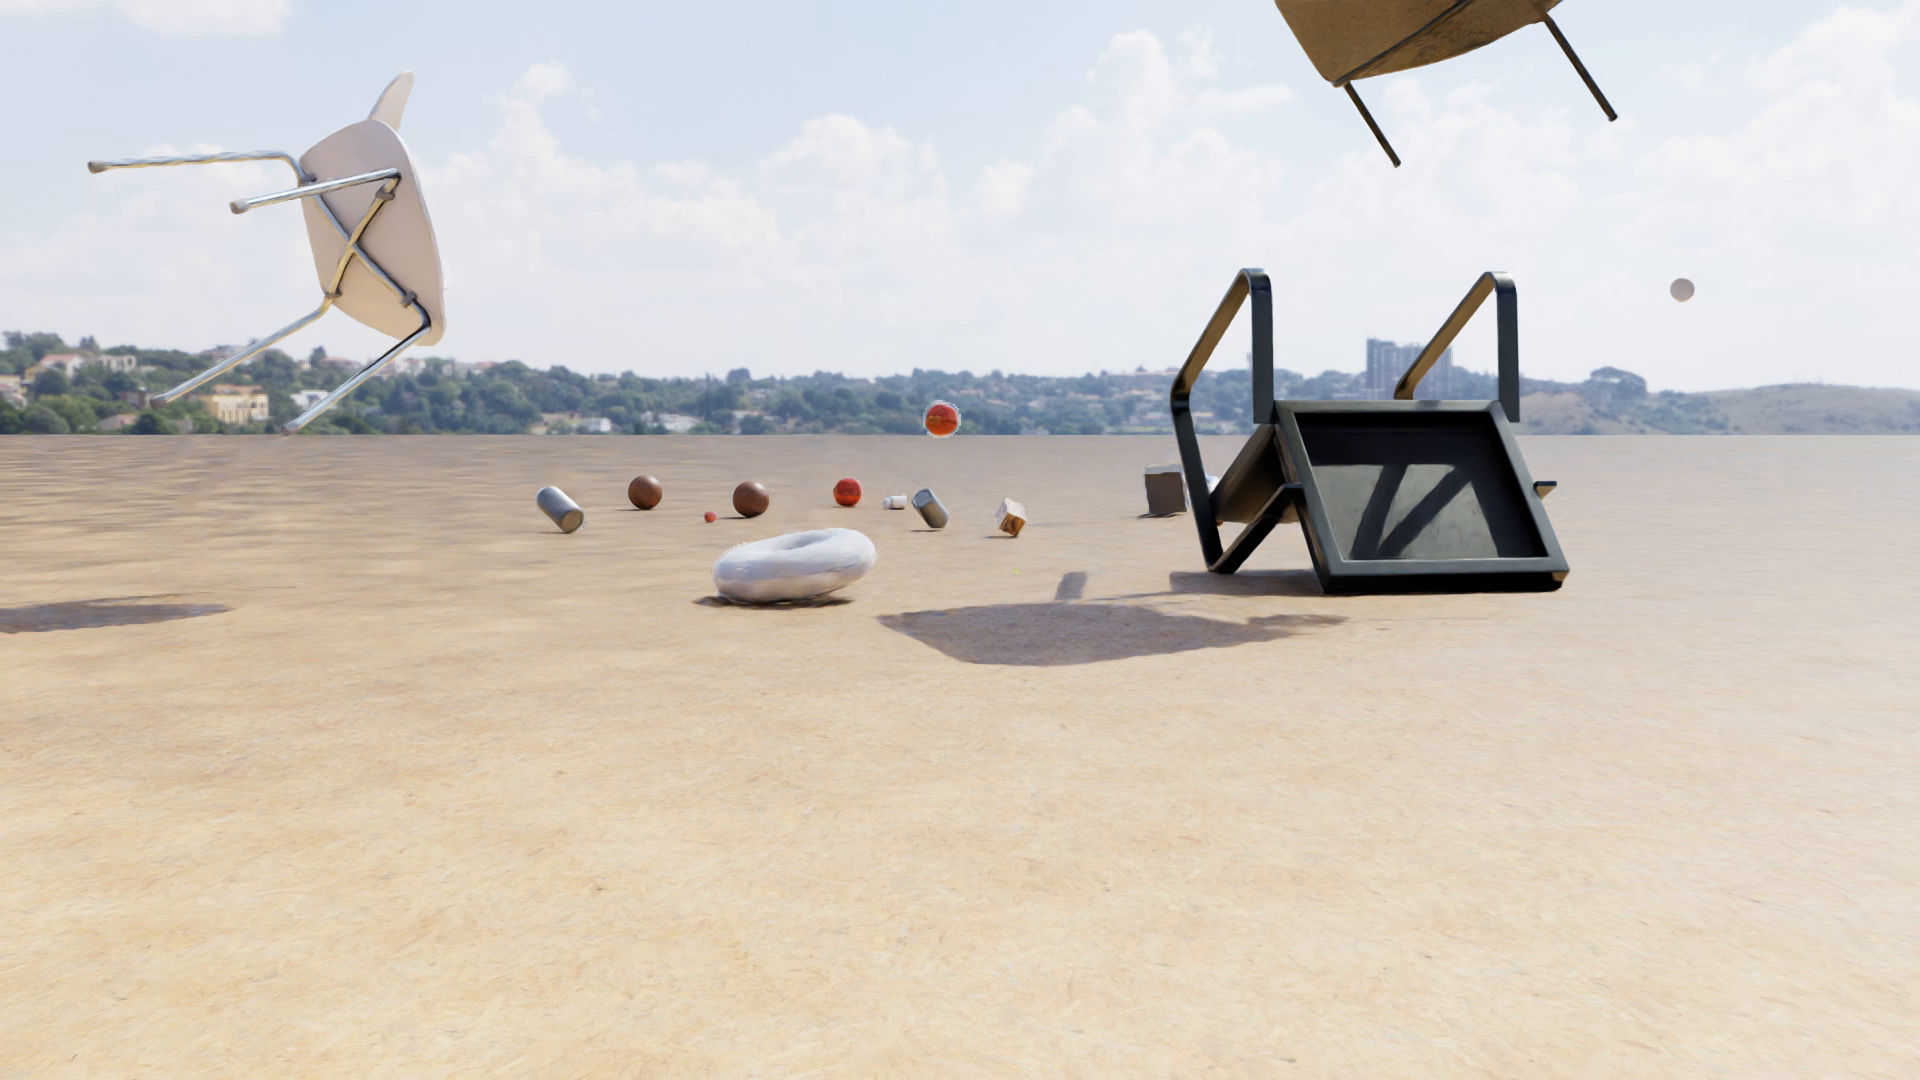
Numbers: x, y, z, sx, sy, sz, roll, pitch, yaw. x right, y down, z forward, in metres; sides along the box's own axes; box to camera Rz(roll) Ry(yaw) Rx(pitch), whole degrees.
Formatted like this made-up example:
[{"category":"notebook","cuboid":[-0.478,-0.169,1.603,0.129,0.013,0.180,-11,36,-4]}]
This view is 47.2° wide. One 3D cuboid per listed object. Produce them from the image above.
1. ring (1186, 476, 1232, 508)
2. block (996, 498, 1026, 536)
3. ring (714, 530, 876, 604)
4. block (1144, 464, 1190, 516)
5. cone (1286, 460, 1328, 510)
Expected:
[{"category":"ring","cuboid":[0.937,-0.184,8.345,0.085,0.123,0.240,18,-5,-35]},{"category":"block","cuboid":[0.155,-0.070,6.709,0.064,0.063,0.092,22,26,-16]},{"category":"ring","cuboid":[-0.353,0.056,4.713,0.353,0.106,0.387,-9,8,3]},{"category":"block","cuboid":[0.734,-0.179,7.810,0.131,0.154,0.078,-5,20,15]},{"category":"cone","cuboid":[1.336,-0.224,8.248,0.157,0.185,0.133,29,8,7]}]
